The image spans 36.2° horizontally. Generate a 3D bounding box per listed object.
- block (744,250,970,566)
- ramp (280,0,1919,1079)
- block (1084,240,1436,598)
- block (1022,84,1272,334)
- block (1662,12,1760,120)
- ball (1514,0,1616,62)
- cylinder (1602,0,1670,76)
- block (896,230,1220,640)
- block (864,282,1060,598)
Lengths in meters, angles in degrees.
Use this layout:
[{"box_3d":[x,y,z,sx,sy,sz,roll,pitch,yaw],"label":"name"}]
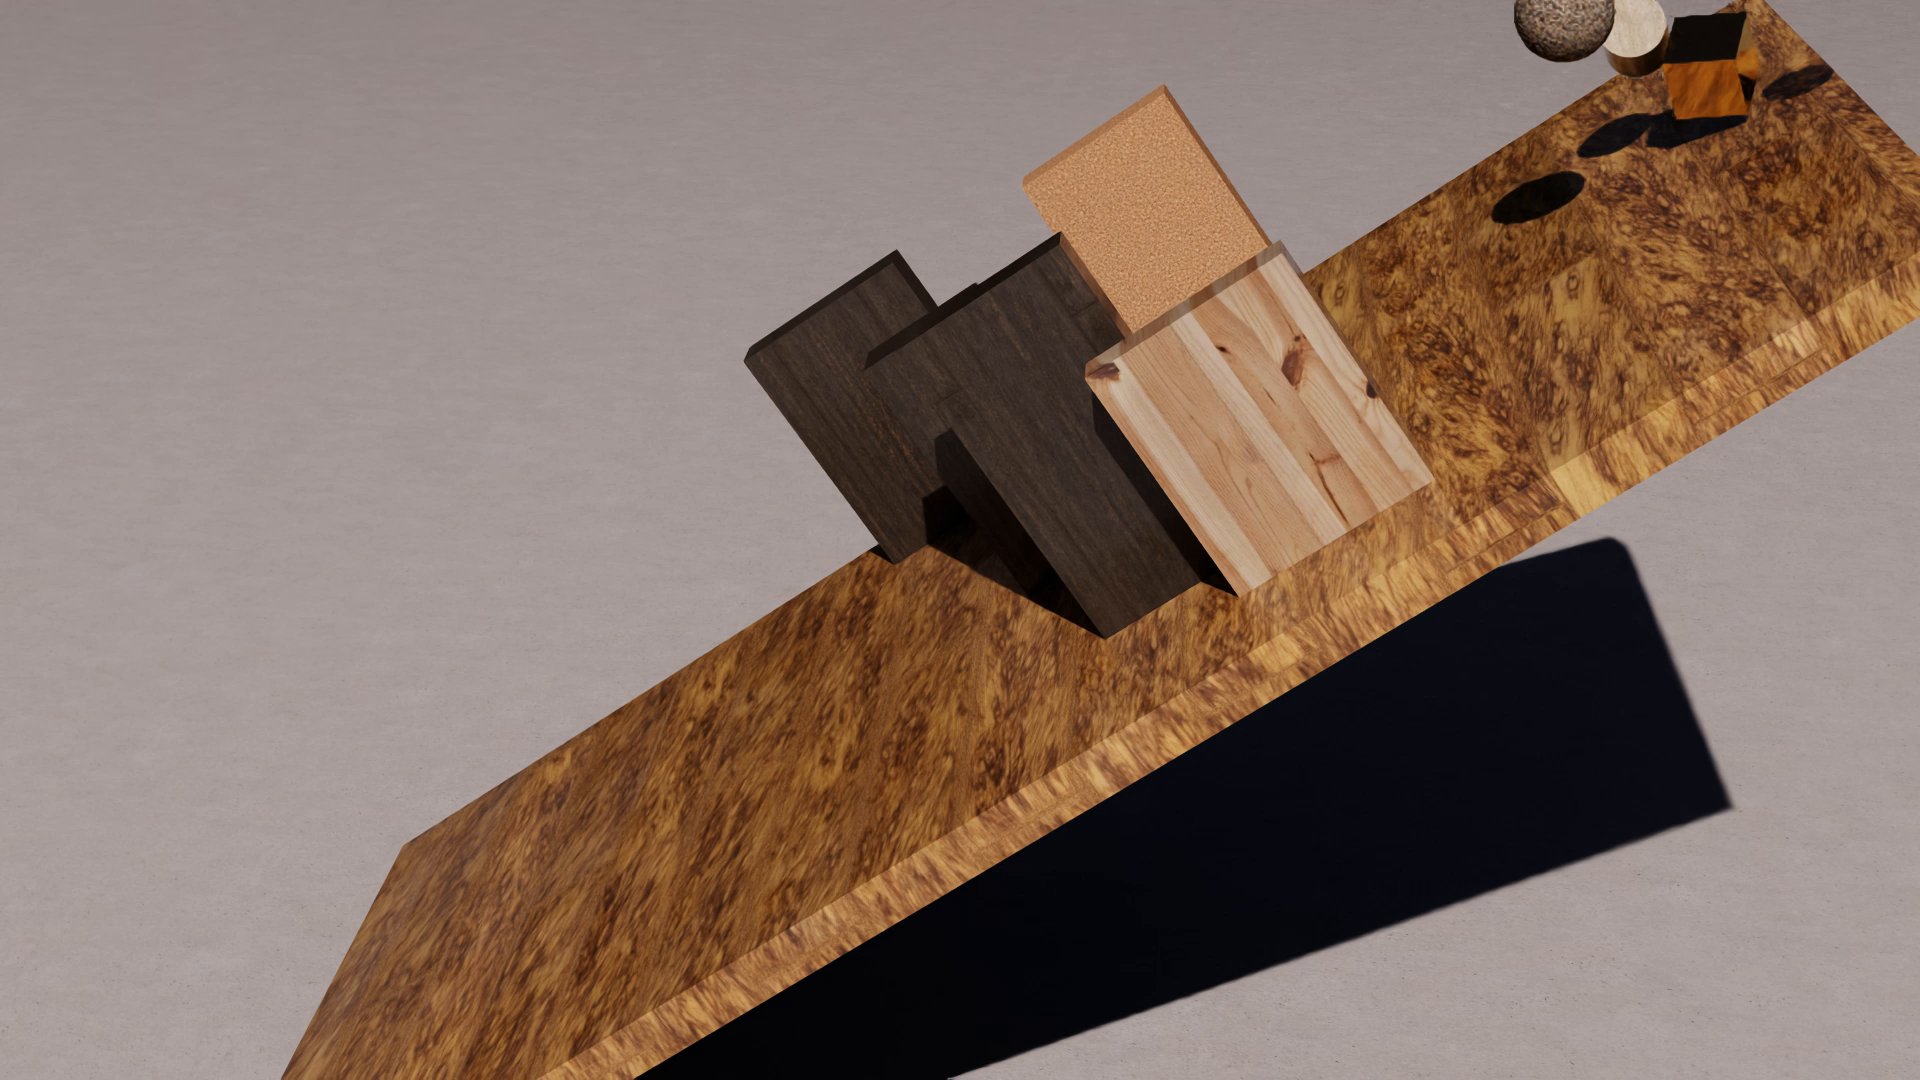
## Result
[{"box_3d":[-0.153,-0.312,7.003,0.433,0.618,0.117,-32,16,15],"label":"block"},{"box_3d":[0.136,0.173,6.305,4.000,0.100,2.000,-32,16,15],"label":"ramp"},{"box_3d":[0.549,-0.218,5.395,0.424,0.514,0.092,-32,16,15],"label":"block"},{"box_3d":[0.477,-0.602,6.382,0.365,0.675,0.097,-32,16,15],"label":"block"},{"box_3d":[1.522,-0.961,5.958,0.146,0.146,0.146,0,49,28],"label":"block"},{"box_3d":[1.163,-1.015,5.657,0.191,0.191,0.191,0,21,0],"label":"ball"},{"box_3d":[1.380,-1.032,6.016,0.135,0.135,0.135,7,-6,19],"label":"cylinder"},{"box_3d":[0.237,-0.194,5.635,0.374,0.708,0.097,-32,16,15],"label":"block"},{"box_3d":[0.090,-0.208,6.188,0.275,0.607,0.132,-32,16,15],"label":"block"}]
